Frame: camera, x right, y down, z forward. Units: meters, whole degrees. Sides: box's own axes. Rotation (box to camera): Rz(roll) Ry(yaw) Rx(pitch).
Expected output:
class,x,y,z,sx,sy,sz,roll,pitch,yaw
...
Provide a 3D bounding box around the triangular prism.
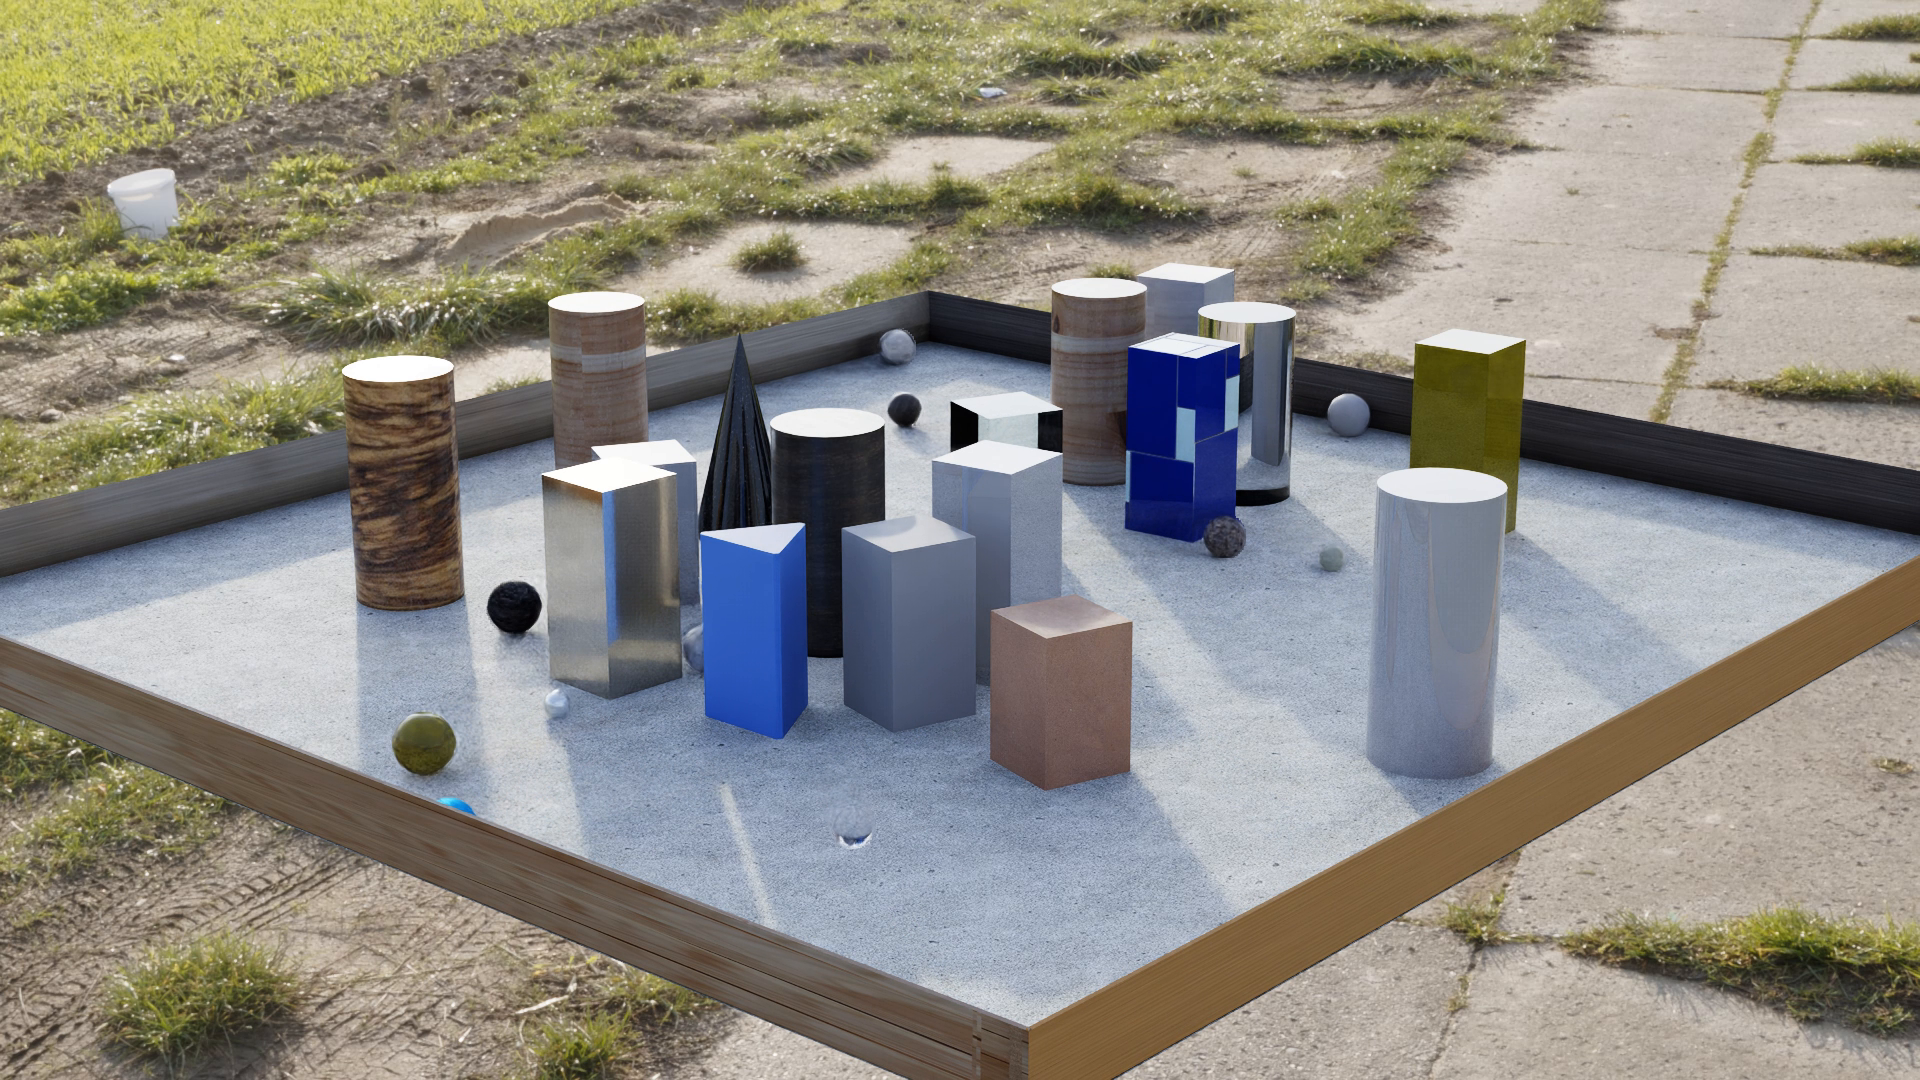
class,x,y,z,sx,sy,sz,roll,pitch,yaw
triangular prism,-0.287,0.130,4.496,0.162,0.294,0.140,14,22,39

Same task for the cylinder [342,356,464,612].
class,x,y,z,sx,sy,sz,roll,pitch,yaw
cylinder,-0.959,-0.098,5.060,0.187,0.405,0.187,0,17,0

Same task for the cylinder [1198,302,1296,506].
class,x,y,z,sx,sy,sz,roll,pitch,yaw
cylinder,0.552,-0.265,5.685,0.187,0.362,0.187,0,17,0

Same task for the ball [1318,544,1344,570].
class,x,y,z,sx,sy,sz,roll,pitch,yaw
ball,0.666,0.031,5.251,0.046,0.046,0.046,0,17,0

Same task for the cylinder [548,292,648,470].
class,x,y,z,sx,sy,sz,roll,pitch,yaw
cylinder,-0.710,-0.292,5.777,0.187,0.361,0.187,0,17,0

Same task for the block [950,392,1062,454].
class,x,y,z,sx,sy,sz,roll,pitch,yaw
block,0.083,-0.109,5.310,0.149,0.280,0.149,-9,19,-26

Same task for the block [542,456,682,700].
class,x,y,z,sx,sy,sz,roll,pitch,yaw
block,-0.551,0.059,4.654,0.149,0.339,0.149,16,23,42

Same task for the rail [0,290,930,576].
class,x,y,z,sx,sy,sz,roll,pitch,yaw
rail,-0.994,-0.220,5.947,0.045,0.121,2.856,14,22,39

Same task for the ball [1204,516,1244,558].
class,x,y,z,sx,sy,sz,roll,pitch,yaw
ball,0.479,-0.006,5.326,0.075,0.075,0.075,0,17,0

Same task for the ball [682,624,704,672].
class,x,y,z,sx,sy,sz,roll,pitch,yaw
ball,-0.405,0.174,4.718,0.082,0.082,0.082,0,17,0

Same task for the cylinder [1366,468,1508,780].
class,x,y,z,sx,sy,sz,roll,pitch,yaw
cylinder,0.698,0.121,4.307,0.187,0.420,0.187,0,17,0

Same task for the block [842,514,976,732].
class,x,y,z,sx,sy,sz,roll,pitch,yaw
block,-0.079,0.126,4.520,0.149,0.288,0.149,-10,20,-31

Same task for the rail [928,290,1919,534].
class,x,y,z,sx,sy,sz,roll,pitch,yaw
rail,0.921,-0.277,6.136,2.681,0.121,0.045,14,22,39

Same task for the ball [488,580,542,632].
class,x,y,z,sx,sy,sz,roll,pitch,yaw
ball,-0.746,0.111,4.913,0.089,0.089,0.089,0,17,0

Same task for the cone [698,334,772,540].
class,x,y,z,sx,sy,sz,roll,pitch,yaw
cone,-0.404,-0.199,5.426,0.187,0.385,0.187,0,17,0

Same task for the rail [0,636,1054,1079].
class,x,y,z,sx,sy,sz,roll,pitch,yaw
rail,-0.921,0.337,4.106,2.681,0.121,0.045,14,22,39

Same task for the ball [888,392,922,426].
class,x,y,z,sx,sy,sz,roll,pitch,yaw
ball,-0.118,-0.278,6.228,0.072,0.072,0.072,0,17,0

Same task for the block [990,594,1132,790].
class,x,y,z,sx,sy,sz,roll,pitch,yaw
block,0.148,0.221,4.300,0.149,0.233,0.149,-10,20,-30

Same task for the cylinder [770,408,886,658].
class,x,y,z,sx,sy,sz,roll,pitch,yaw
cylinder,-0.216,-0.013,4.830,0.187,0.374,0.187,0,17,0

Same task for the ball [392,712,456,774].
class,x,y,z,sx,sy,sz,roll,pitch,yaw
ball,-0.785,0.297,4.292,0.092,0.092,0.092,0,17,0

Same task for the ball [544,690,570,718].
class,x,y,z,sx,sy,sz,roll,pitch,yaw
ball,-0.622,0.253,4.525,0.042,0.042,0.042,0,17,0

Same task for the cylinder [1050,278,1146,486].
class,x,y,z,sx,sy,sz,roll,pitch,yaw
cylinder,0.273,-0.314,5.817,0.187,0.380,0.187,0,17,0

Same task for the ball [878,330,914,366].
class,x,y,z,sx,sy,sz,roll,pitch,yaw
ball,-0.148,-0.443,6.758,0.082,0.082,0.082,0,17,0

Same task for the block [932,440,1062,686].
class,x,y,z,sx,sy,sz,roll,pitch,yaw
block,0.060,0.039,4.690,0.149,0.357,0.149,11,20,33

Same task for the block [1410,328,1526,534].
class,x,y,z,sx,sy,sz,roll,pitch,yaw
block,0.938,-0.190,5.434,0.149,0.365,0.149,12,21,35

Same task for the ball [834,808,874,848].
class,x,y,z,sx,sy,sz,roll,pitch,yaw
ball,-0.147,0.395,4.031,0.055,0.055,0.055,0,17,0

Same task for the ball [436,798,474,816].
class,x,y,z,sx,sy,sz,roll,pitch,yaw
ball,-0.699,0.392,4.001,0.079,0.079,0.079,0,17,0

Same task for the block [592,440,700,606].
class,x,y,z,sx,sy,sz,roll,pitch,yaw
block,-0.544,-0.026,5.079,0.149,0.255,0.149,-6,18,-19

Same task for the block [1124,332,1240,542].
class,x,y,z,sx,sy,sz,roll,pitch,yaw
block,0.414,-0.193,5.467,0.149,0.350,0.149,12,21,35

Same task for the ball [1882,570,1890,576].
class,x,y,z,sx,sy,sz,roll,pitch,yaw
ball,1.611,0.083,5.048,0.065,0.065,0.065,0,17,0

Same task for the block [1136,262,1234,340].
class,x,y,z,sx,sy,sz,roll,pitch,yaw
block,0.458,-0.364,5.998,0.149,0.371,0.149,9,19,28

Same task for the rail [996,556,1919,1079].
class,x,y,z,sx,sy,sz,roll,pitch,yaw
rail,0.994,0.280,4.295,0.045,0.121,2.856,14,22,39

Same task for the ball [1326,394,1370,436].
class,x,y,z,sx,sy,sz,roll,pitch,yaw
ball,0.814,-0.262,6.147,0.090,0.090,0.090,0,17,0
